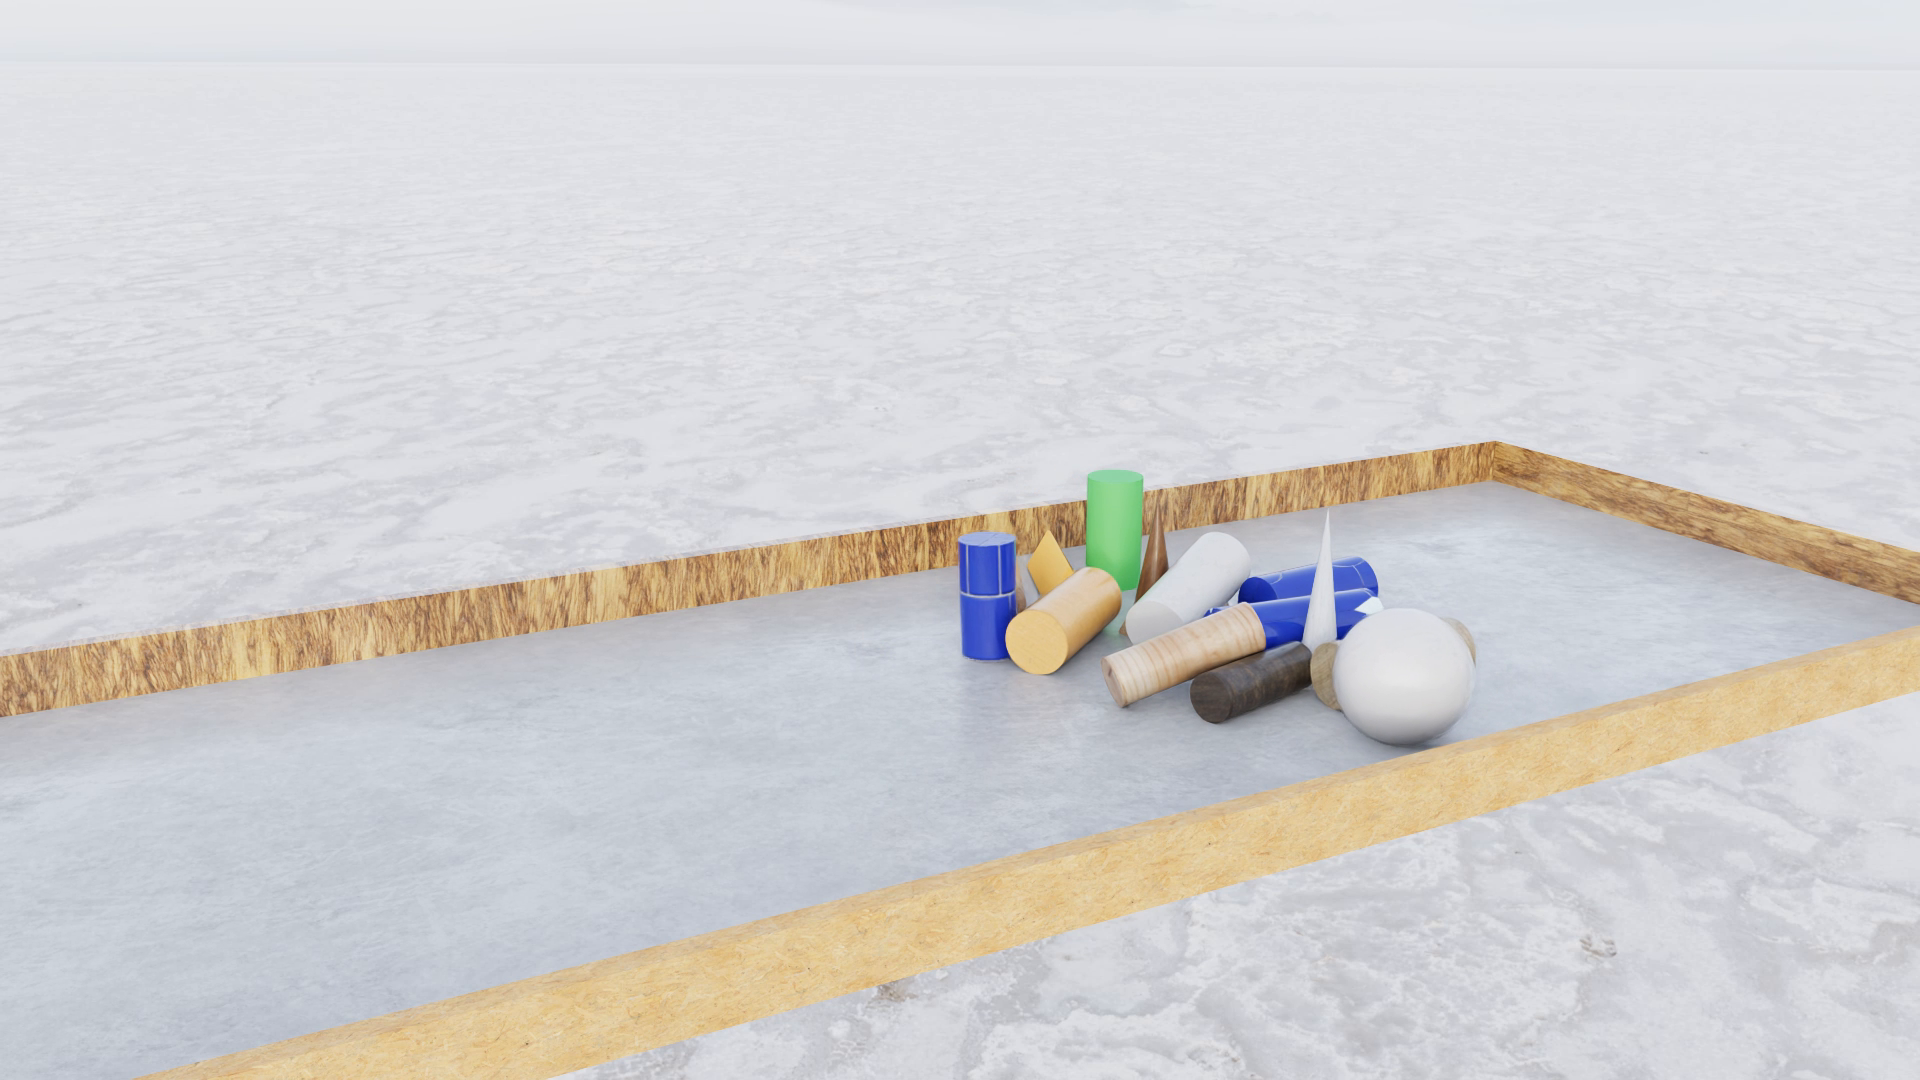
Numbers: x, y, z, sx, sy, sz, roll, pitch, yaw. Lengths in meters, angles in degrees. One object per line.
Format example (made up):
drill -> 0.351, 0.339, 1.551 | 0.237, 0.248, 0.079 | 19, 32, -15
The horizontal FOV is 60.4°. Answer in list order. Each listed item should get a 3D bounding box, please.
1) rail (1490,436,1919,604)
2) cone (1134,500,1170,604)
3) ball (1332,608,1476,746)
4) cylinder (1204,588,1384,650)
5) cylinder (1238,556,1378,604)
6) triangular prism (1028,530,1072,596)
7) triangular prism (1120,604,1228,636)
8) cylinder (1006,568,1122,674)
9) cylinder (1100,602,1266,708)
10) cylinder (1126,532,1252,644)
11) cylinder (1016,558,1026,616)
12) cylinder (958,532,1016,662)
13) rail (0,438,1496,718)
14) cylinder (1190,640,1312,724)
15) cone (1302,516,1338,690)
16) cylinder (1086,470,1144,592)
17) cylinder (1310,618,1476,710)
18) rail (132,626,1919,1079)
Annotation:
rail -> 2.466, -0.048, 5.253 | 0.050, 0.150, 2.100 | -9, 18, -27
cone -> 0.551, 0.038, 4.627 | 0.122, 0.338, 0.122 | 0, 16, 0
ball -> 1.008, 0.309, 3.748 | 0.313, 0.313, 0.313 | 0, 16, 0
cylinder -> 0.860, 0.234, 4.252 | 0.448, 0.172, 0.172 | -6, 18, -21
cylinder -> 0.958, 0.154, 4.534 | 0.365, 0.168, 0.168 | -10, 19, -31
triangular prism -> 0.291, 0.079, 4.873 | 0.132, 0.114, 0.386 | -2, 16, -5
triangular prism -> 0.599, 0.183, 4.550 | 0.350, 0.097, 0.112 | -15, 22, -41
cylinder -> 0.278, 0.208, 4.347 | 0.170, 0.170, 0.408 | 7, 18, 24
cylinder -> 0.542, 0.277, 4.005 | 0.382, 0.128, 0.128 | -21, 21, -10
cylinder -> 0.614, 0.146, 4.400 | 0.177, 0.177, 0.415 | 10, 31, 31
cylinder -> 0.105, 0.117, 4.708 | 0.140, 0.140, 0.430 | 0, 16, -2
cylinder -> 0.073, 0.146, 4.299 | 0.148, 0.309, 0.148 | -1, 14, 0
rail -> -3.305, 0.497, 3.399 | 12.000, 0.150, 0.050 | -9, 18, -27
cylinder -> 0.711, 0.340, 3.981 | 0.333, 0.122, 0.122 | -14, 22, -40
cone -> 0.897, 0.139, 4.077 | 0.113, 0.453, 0.113 | 0, 16, 0
cylinder -> 0.455, -0.029, 4.873 | 0.164, 0.328, 0.164 | 0, 16, 0
cylinder -> 1.063, 0.300, 4.045 | 0.388, 0.163, 0.163 | -9, 19, -28
rail -> -2.336, 1.006, 1.665 | 12.000, 0.150, 0.050 | -9, 18, -27
